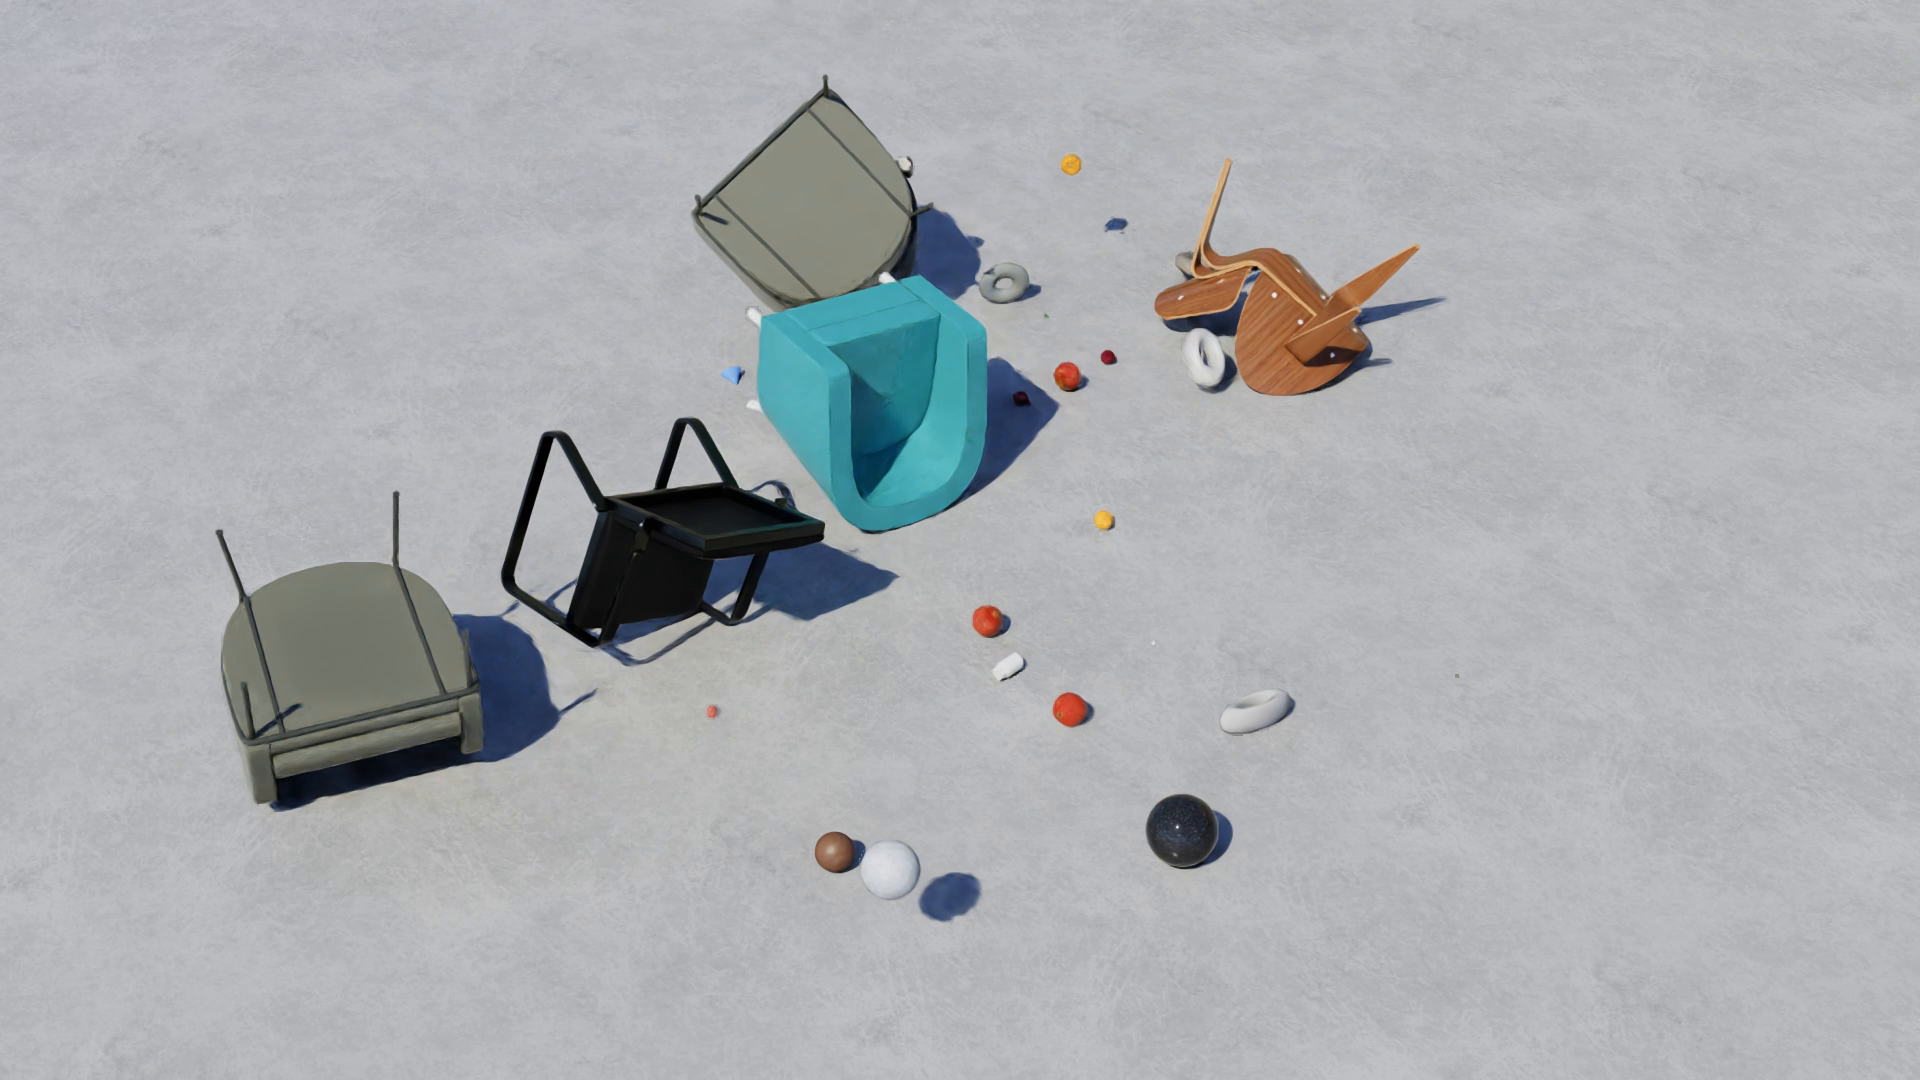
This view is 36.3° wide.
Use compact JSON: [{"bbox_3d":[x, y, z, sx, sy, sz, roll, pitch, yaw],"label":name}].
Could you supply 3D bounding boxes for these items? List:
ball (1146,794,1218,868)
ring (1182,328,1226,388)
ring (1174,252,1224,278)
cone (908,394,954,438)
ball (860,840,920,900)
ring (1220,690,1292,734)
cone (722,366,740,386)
[{"bbox_3d":[0.707,0.923,9.330,0.234,0.234,0.234,0,33,0],"label":"ball"},{"bbox_3d":[0.982,-0.734,11.800,0.175,0.093,0.255,-3,72,-30],"label":"ring"},{"bbox_3d":[1.031,-1.182,12.606,0.218,0.060,0.352,21,18,11],"label":"ring"},{"bbox_3d":[-0.090,-0.475,11.597,0.154,0.168,0.197,16,34,-32],"label":"cone"},{"bbox_3d":[-0.207,0.980,8.730,0.179,0.179,0.179,0,33,0],"label":"ball"},{"bbox_3d":[1.005,0.583,9.972,0.288,0.098,0.110,-17,33,-25],"label":"ring"},{"bbox_3d":[-0.918,-0.656,11.918,0.085,0.049,0.086,-18,53,-9],"label":"cone"}]
